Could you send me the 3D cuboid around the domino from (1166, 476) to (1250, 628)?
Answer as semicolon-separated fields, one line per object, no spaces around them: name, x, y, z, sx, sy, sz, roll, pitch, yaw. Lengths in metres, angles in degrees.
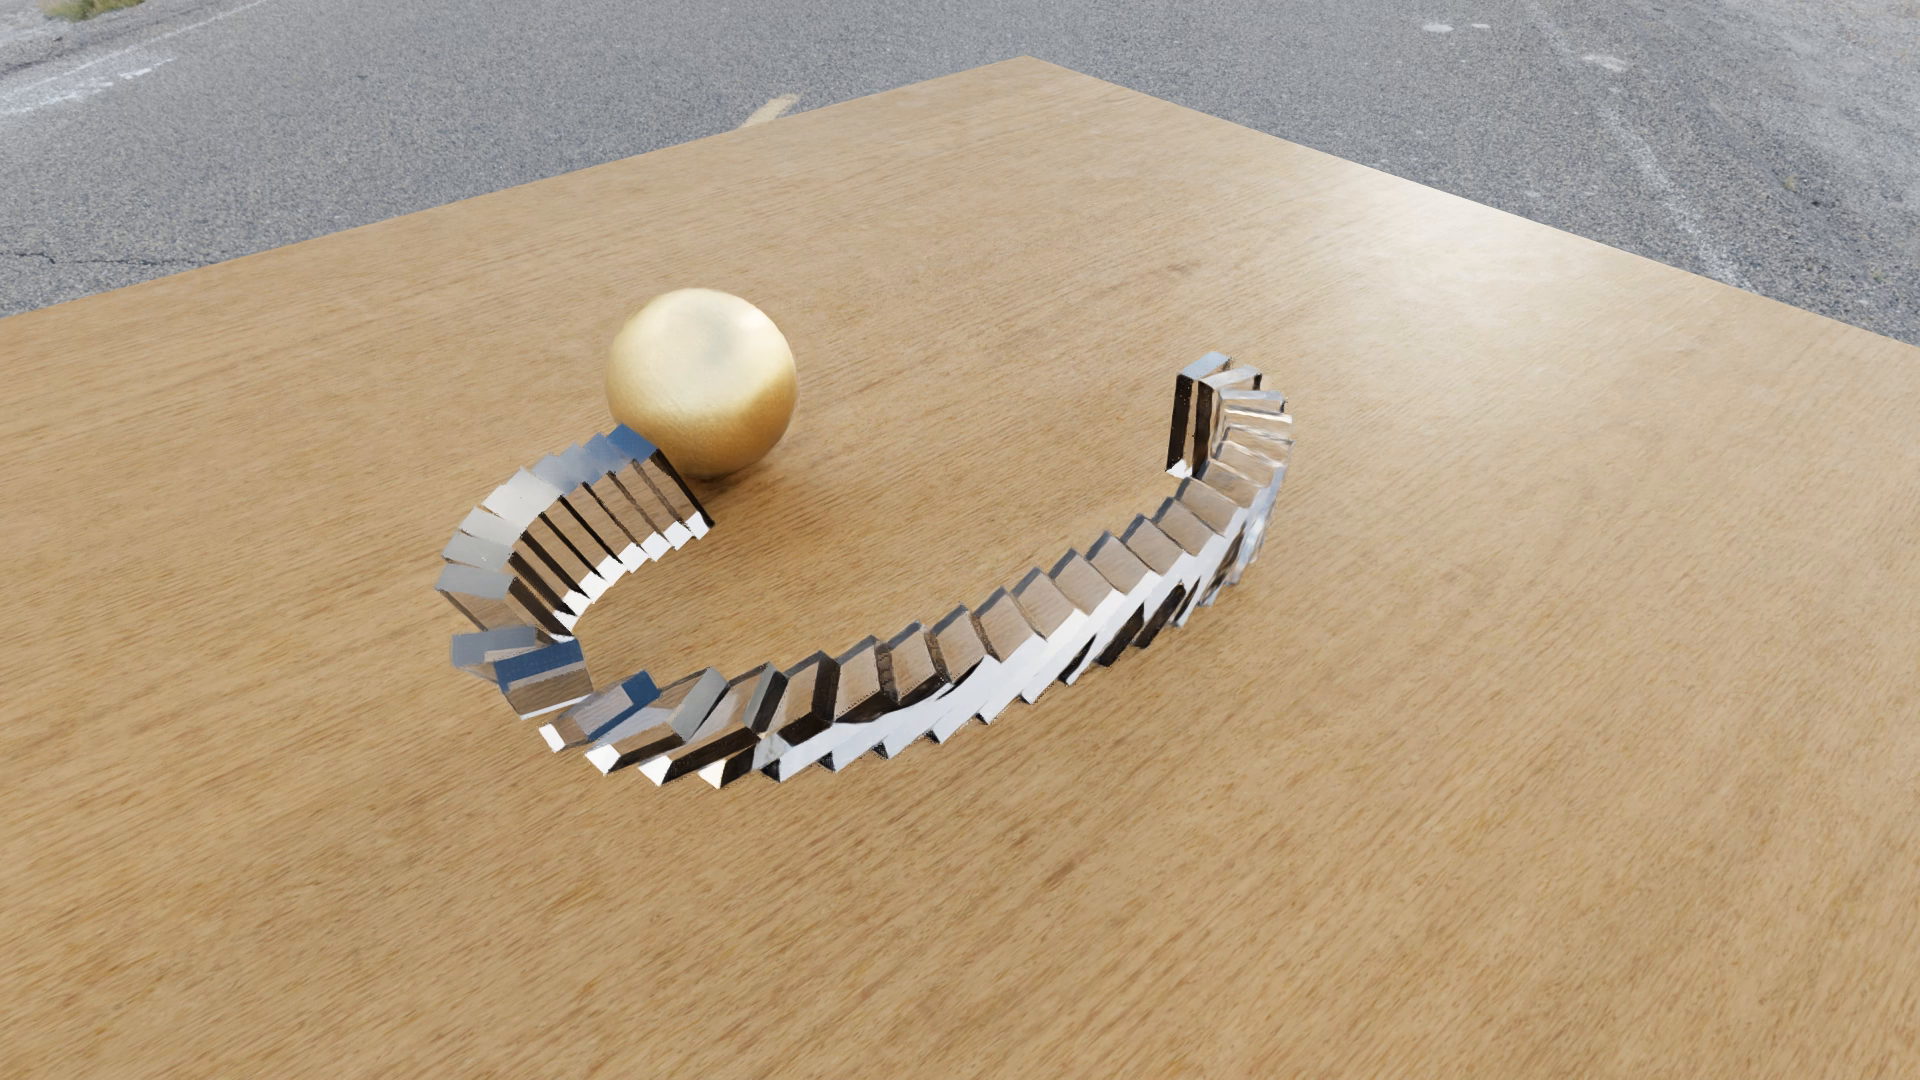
domino;0.083;0.004;0.409;0.025;0.050;0.010;37;16;37

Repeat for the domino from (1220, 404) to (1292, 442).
domino;0.116;-0.028;0.445;0.025;0.050;0.009;12;27;14

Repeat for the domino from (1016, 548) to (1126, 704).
domino;0.032;0.030;0.383;0.050;0.010;0.025;-49;48;7

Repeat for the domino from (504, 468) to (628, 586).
domino;-0.149;-0.004;0.417;0.025;0.050;0.010;28;68;30

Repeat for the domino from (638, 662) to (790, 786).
domino;-0.078;0.059;0.349;0.050;0.010;0.025;-27;27;31

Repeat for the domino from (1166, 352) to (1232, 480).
domino;0.103;-0.054;0.477;0.009;0.050;0.025;31;48;34

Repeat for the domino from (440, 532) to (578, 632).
domino;-0.159;0.017;0.391;0.025;0.050;0.010;15;63;17

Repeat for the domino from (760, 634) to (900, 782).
domino;-0.043;0.054;0.355;0.050;0.010;0.025;-35;37;16

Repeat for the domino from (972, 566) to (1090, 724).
domino;0.018;0.036;0.377;0.050;0.010;0.025;-47;47;6

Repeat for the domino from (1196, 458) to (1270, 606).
domino;0.094;-0.003;0.416;0.025;0.050;0.009;35;21;35

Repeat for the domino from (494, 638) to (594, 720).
domino;-0.134;0.046;0.358;0.025;0.050;0.009;-17;77;-19

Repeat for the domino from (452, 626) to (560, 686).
domino;-0.147;0.039;0.366;0.025;0.050;0.010;-6;75;-6

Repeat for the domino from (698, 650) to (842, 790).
domino;-0.061;0.057;0.350;0.050;0.009;0.025;-31;32;24

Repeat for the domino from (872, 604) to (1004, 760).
domino;-0.011;0.047;0.364;0.050;0.009;0.025;-41;42;11

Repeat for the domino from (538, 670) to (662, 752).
domino;-0.116;0.055;0.351;0.025;0.010;0.050;-36;7;-34

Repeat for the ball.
ball;-0.110;-0.066;0.469;0.080;0.080;0.080;0;39;0

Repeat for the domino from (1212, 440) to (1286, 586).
domino;0.104;-0.010;0.424;0.025;0.050;0.010;31;24;32

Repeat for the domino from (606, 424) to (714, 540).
domino;-0.119;-0.023;0.439;0.025;0.050;0.009;32;70;33

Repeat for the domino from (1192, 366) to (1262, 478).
domino;0.113;-0.047;0.468;0.025;0.050;0.009;-19;37;-21

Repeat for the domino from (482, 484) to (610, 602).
domino;-0.153;0.002;0.409;0.025;0.050;0.009;27;67;29

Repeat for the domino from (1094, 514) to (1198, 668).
domino;0.059;0.018;0.395;0.009;0.050;0.025;25;16;-46

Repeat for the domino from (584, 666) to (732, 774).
domino;-0.096;0.058;0.349;0.050;0.010;0.025;-25;22;40

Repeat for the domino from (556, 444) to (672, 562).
domino;-0.134;-0.014;0.429;0.025;0.050;0.009;32;70;33

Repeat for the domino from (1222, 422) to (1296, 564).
domino;0.112;-0.018;0.434;0.025;0.050;0.009;23;26;25

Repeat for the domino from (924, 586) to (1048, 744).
domino;0.004;0.042;0.369;0.050;0.010;0.025;-44;44;8

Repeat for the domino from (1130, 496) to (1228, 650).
domino;0.072;0.012;0.401;0.009;0.050;0.025;20;19;-46

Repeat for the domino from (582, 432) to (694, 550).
domino;-0.127;-0.019;0.434;0.025;0.050;0.009;32;70;33

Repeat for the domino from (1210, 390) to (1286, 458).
domino;0.117;-0.037;0.456;0.025;0.050;0.009;2;31;2

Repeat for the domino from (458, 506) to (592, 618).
domino;-0.157;0.009;0.400;0.025;0.050;0.009;20;64;23

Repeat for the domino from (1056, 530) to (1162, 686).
domino;0.045;0.024;0.389;0.050;0.009;0.025;-51;48;8

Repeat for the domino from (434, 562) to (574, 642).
domino;-0.156;0.026;0.380;0.025;0.050;0.009;9;62;11

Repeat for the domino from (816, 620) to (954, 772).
domino;-0.027;0.051;0.359;0.050;0.009;0.025;-38;40;13

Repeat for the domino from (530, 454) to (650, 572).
domino;-0.142;-0.010;0.423;0.025;0.050;0.009;32;70;33
